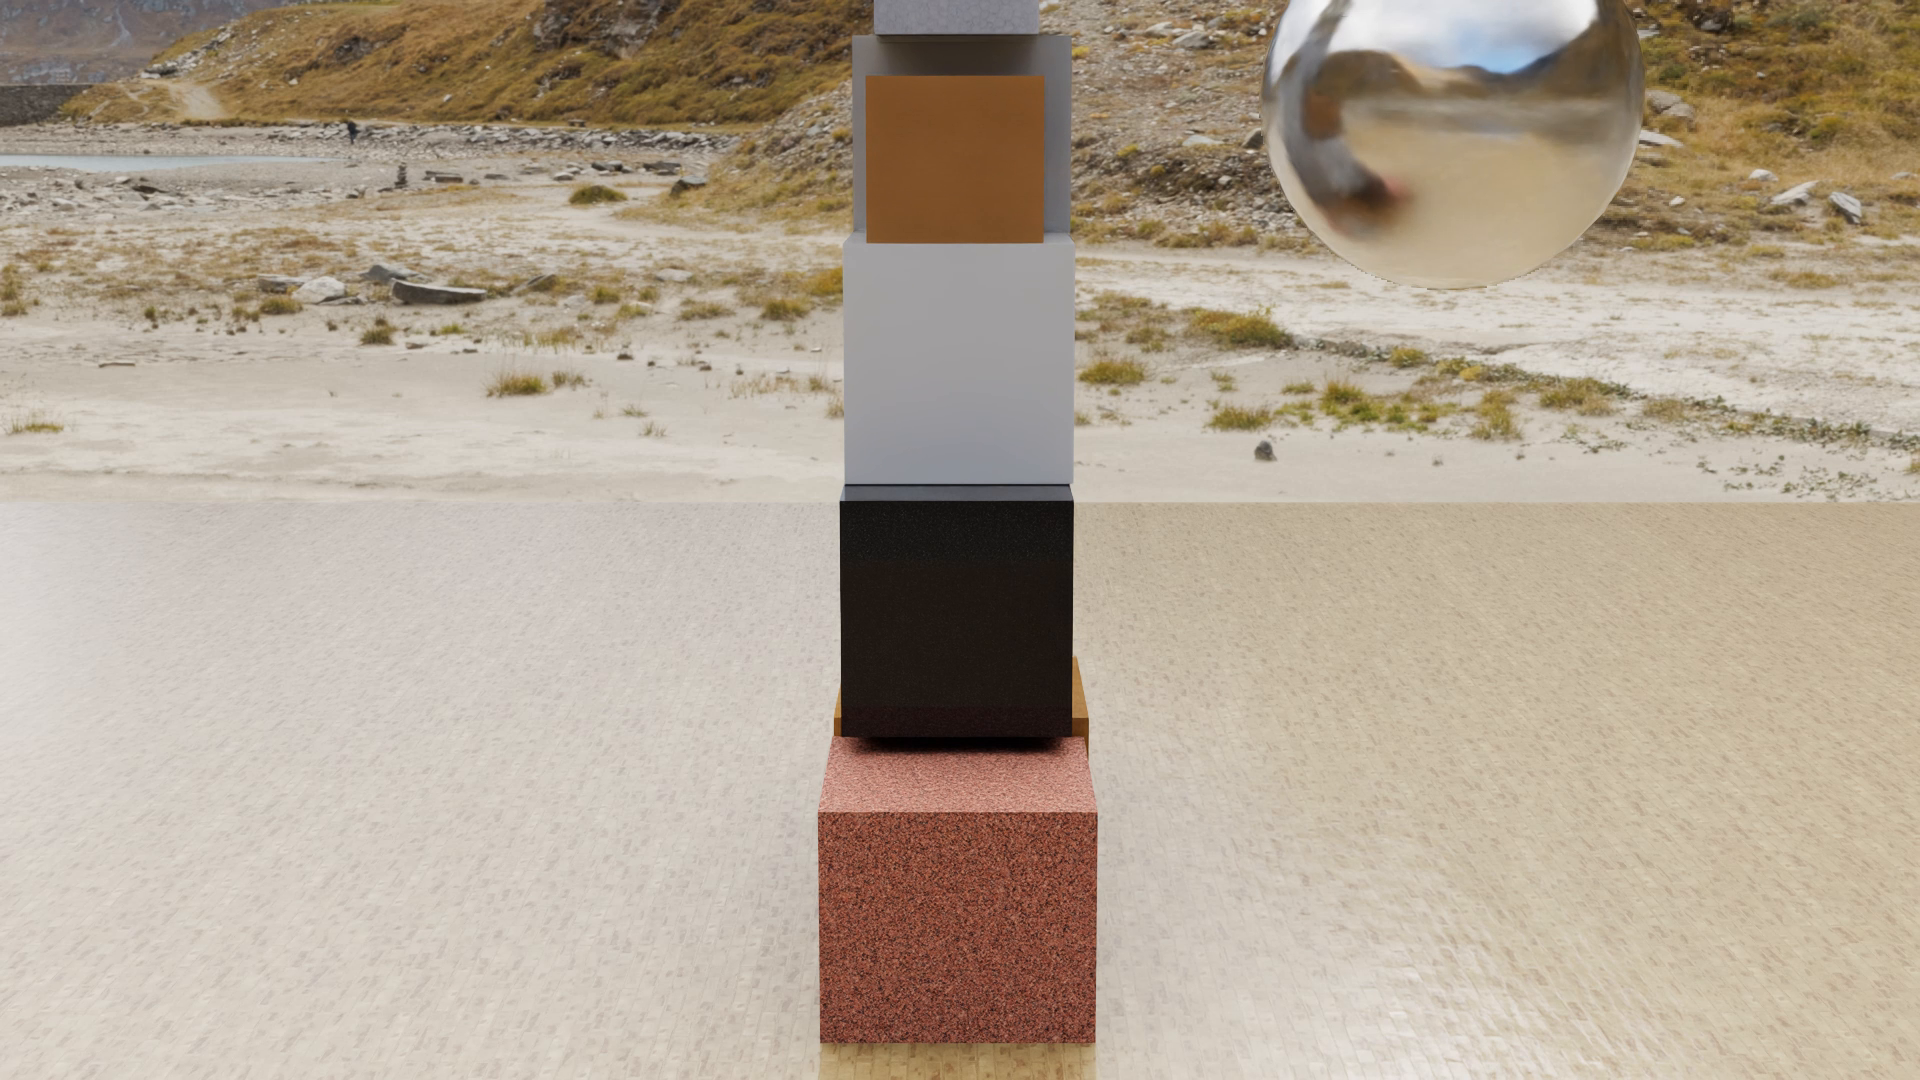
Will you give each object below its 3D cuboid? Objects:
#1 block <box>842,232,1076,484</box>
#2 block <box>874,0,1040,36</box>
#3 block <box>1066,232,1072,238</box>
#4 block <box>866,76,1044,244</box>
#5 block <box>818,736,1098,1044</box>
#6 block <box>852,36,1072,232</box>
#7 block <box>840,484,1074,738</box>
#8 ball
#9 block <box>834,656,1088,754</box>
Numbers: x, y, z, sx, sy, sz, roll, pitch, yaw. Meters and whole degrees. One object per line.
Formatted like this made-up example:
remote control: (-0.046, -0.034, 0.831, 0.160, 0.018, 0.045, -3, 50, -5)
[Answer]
block: (-0.004, -0.767, 10.578, 0.913, 0.951, 0.886, 0, 10, 0)
block: (-0.014, -2.450, 10.775, 0.675, 0.649, 0.699, 0, 10, 0)
block: (0.002, -0.933, 11.468, 0.953, 0.887, 0.910, 0, 10, 0)
block: (-0.020, -1.560, 10.469, 0.697, 0.650, 0.819, 0, 10, 0)
block: (-0.008, 1.317, 9.866, 1.011, 0.878, 1.080, 0, 10, 0)
block: (0.008, -1.785, 11.300, 0.926, 0.826, 0.865, 0, 9, 0)
block: (-0.013, 0.236, 10.335, 0.901, 0.935, 0.823, 0, 10, 0)
ball: (2.074, -1.864, 10.841, 1.600, 1.600, 1.600, 0, 10, 0)
block: (0.005, 1.084, 10.940, 1.027, 0.952, 1.096, 0, 10, 0)
